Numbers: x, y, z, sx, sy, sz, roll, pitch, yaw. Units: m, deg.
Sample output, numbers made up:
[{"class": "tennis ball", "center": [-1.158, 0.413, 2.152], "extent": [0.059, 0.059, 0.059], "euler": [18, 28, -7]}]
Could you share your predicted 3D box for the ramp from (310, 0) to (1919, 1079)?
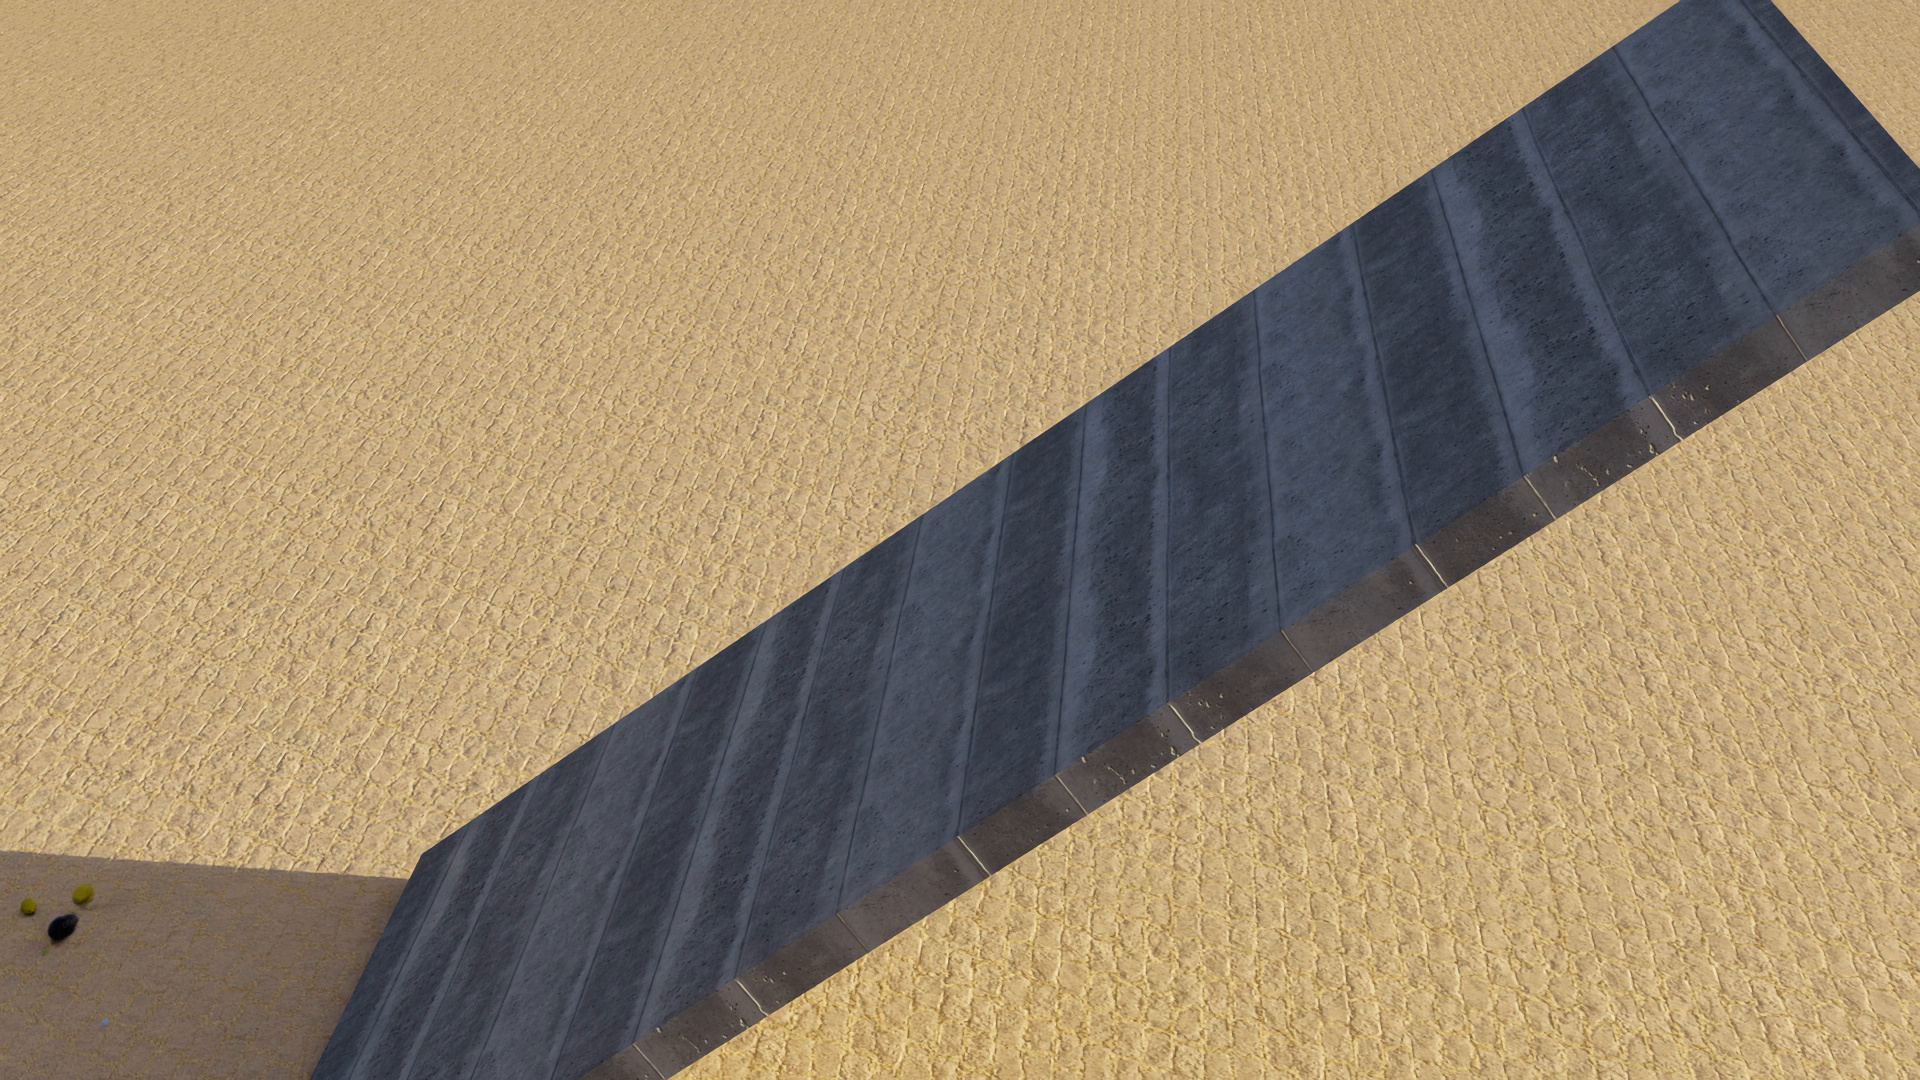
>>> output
[{"class": "ramp", "center": [0.130, 0.178, 6.319], "extent": [4.000, 0.100, 2.000], "euler": [-34, 16, 16]}]
